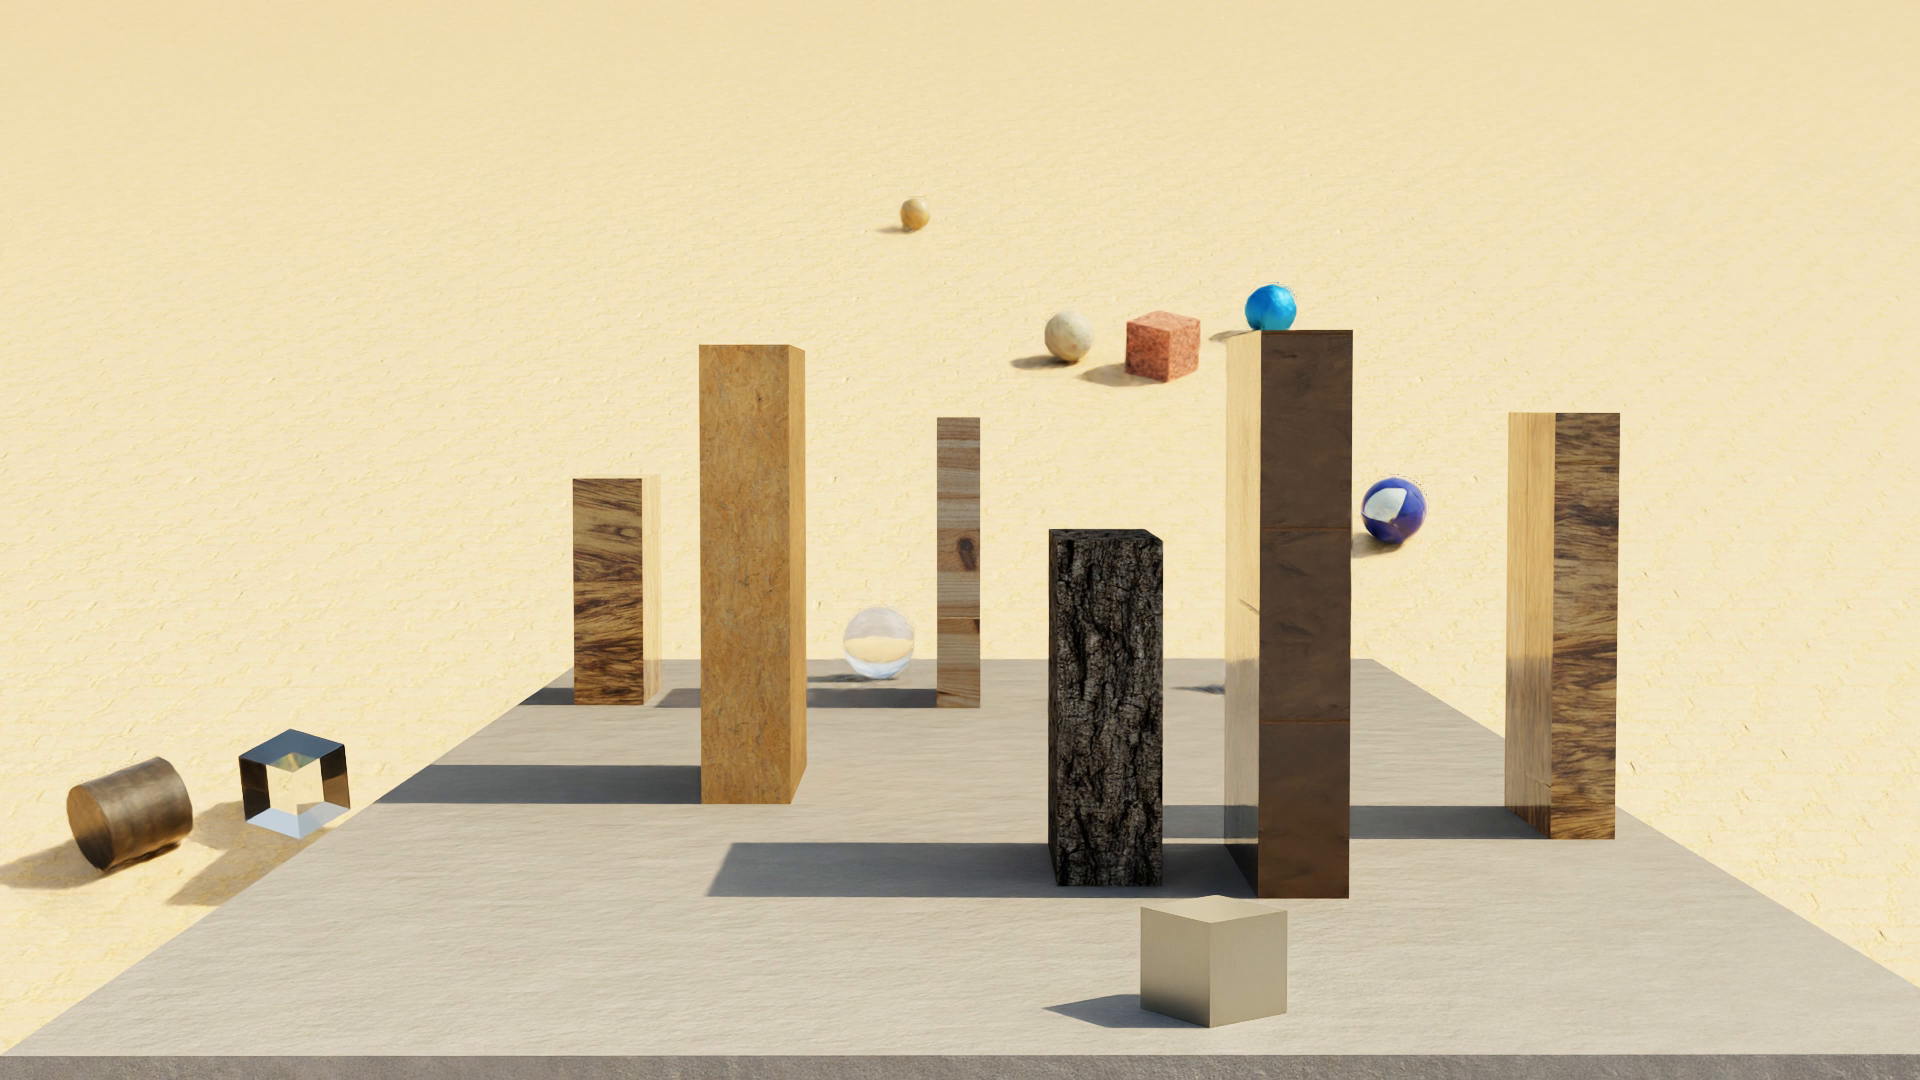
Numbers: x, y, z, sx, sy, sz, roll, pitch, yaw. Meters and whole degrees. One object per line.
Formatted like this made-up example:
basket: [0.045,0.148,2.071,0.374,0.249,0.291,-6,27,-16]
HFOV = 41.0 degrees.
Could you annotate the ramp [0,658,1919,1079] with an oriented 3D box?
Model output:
ramp: [0.050,0.454,4.532,2.000,0.100,4.000,0,3,0]

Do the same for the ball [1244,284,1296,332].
ball: [1.136,-0.839,9.406,0.188,0.188,0.188,0,22,0]

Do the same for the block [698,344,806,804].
block: [-0.345,0.045,4.340,0.144,0.738,0.448,0,3,0]

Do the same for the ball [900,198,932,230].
ball: [-0.188,-1.375,10.828,0.134,0.134,0.134,0,22,0]

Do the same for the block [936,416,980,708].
block: [-0.003,0.039,5.626,0.092,0.617,0.382,0,3,0]

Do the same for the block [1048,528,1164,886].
block: [0.199,0.222,3.582,0.140,0.461,0.340,0,3,0]

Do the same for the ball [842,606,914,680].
ball: [-0.191,0.242,6.039,0.170,0.170,0.170,0,22,0]

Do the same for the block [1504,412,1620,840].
block: [0.918,0.120,3.936,0.095,0.629,0.319,0,3,0]

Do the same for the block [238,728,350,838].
block: [-1.528,0.559,5.909,0.168,0.168,0.168,12,25,28]

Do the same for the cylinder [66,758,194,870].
cylinder: [-1.853,0.609,5.741,0.197,0.197,0.197,19,29,40]

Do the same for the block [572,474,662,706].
block: [-0.753,0.102,5.672,0.149,0.487,0.346,0,3,0]

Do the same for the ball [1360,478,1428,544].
ball: [1.265,-0.087,7.503,0.193,0.193,0.193,0,22,0]

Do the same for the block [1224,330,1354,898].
block: [0.445,0.087,3.528,0.118,0.737,0.422,0,3,0]

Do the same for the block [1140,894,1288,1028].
block: [0.268,0.443,2.714,0.109,0.109,0.109,-2,4,-37]

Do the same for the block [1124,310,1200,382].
block: [0.710,-0.680,9.006,0.186,0.186,0.186,17,27,36]

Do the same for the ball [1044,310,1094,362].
ball: [0.387,-0.725,9.130,0.179,0.179,0.179,0,22,0]
